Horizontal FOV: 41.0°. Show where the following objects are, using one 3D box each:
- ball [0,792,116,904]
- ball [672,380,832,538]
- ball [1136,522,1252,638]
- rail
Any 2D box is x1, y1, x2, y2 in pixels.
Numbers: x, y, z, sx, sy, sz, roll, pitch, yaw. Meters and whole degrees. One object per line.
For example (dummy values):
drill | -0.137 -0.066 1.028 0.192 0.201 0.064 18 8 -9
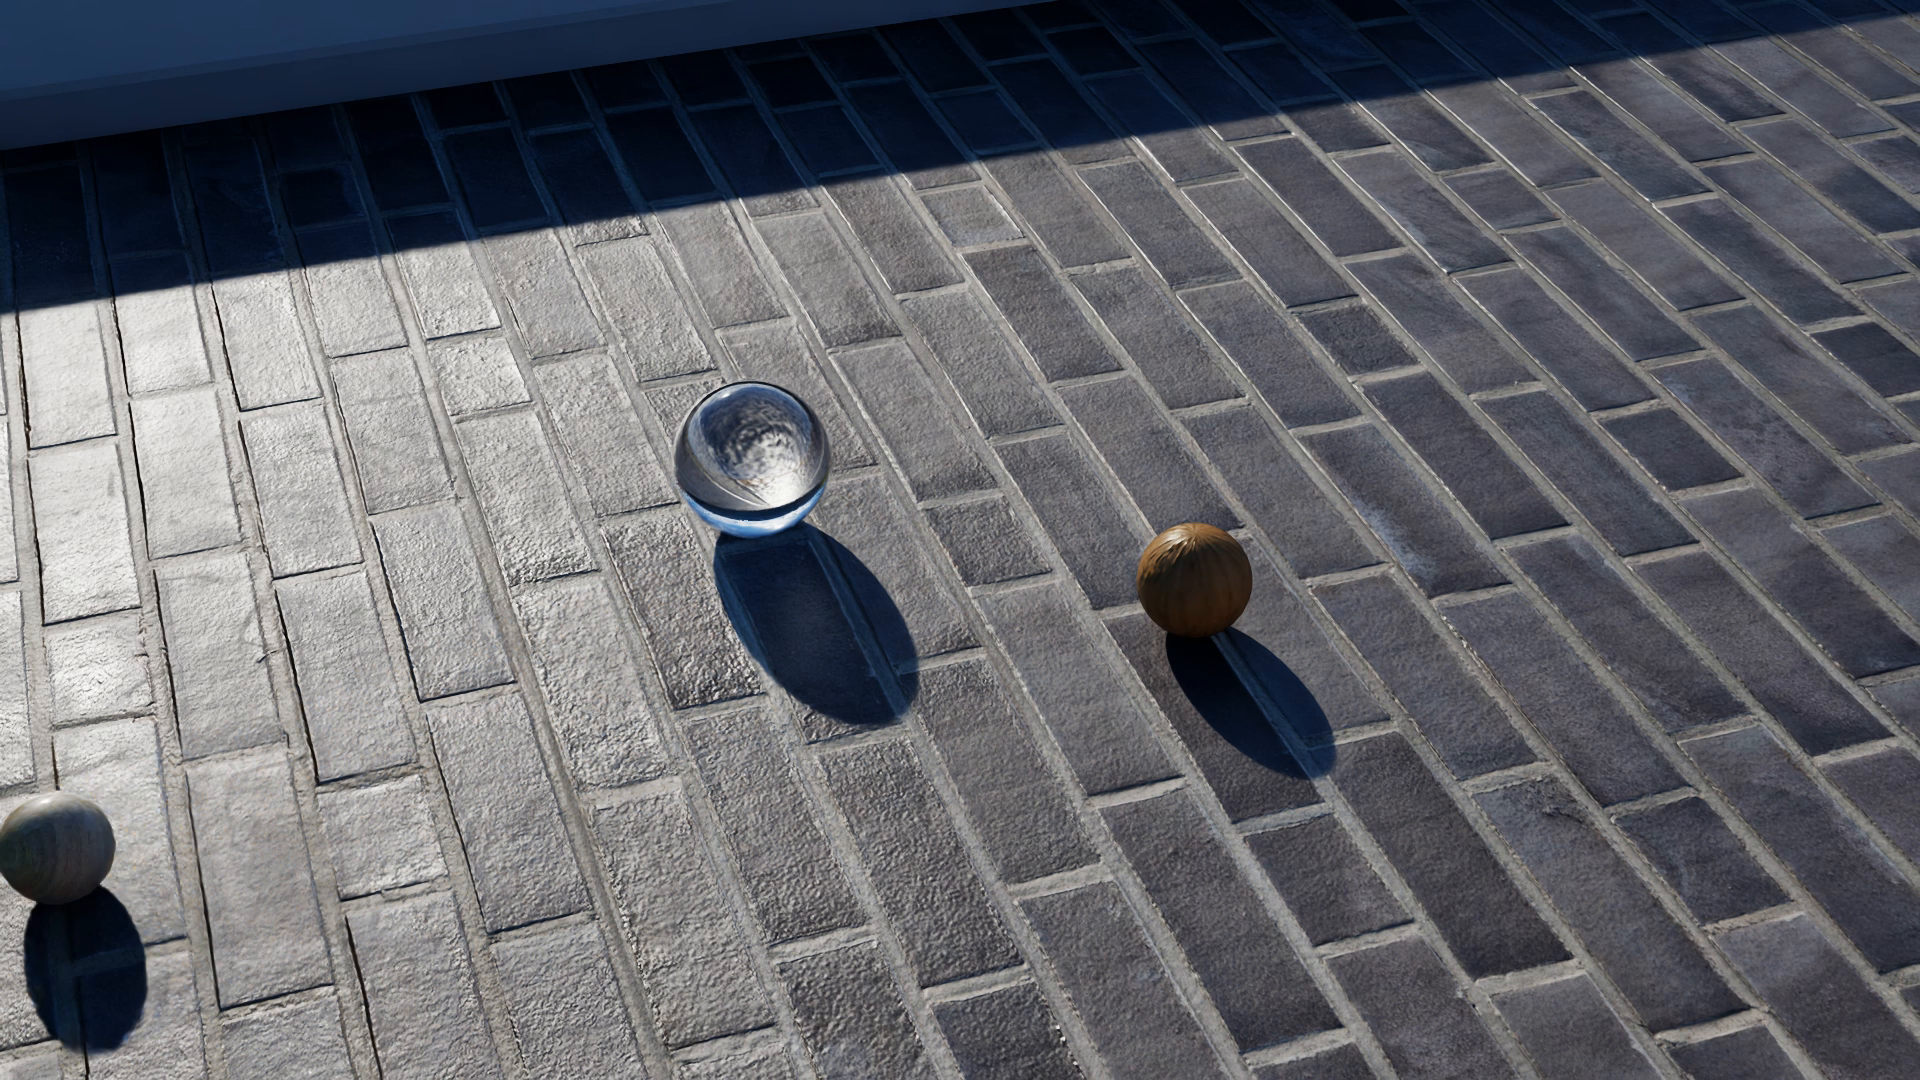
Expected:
ball | -0.472 0.161 1.339 0.059 0.059 0.059 0 35 0
ball | -0.130 -0.050 1.602 0.099 0.099 0.099 0 35 0
ball | 0.139 0.024 1.523 0.069 0.069 0.069 0 35 0
rail | 0.386 -0.583 2.324 2.723 0.129 0.045 -11 37 -15
